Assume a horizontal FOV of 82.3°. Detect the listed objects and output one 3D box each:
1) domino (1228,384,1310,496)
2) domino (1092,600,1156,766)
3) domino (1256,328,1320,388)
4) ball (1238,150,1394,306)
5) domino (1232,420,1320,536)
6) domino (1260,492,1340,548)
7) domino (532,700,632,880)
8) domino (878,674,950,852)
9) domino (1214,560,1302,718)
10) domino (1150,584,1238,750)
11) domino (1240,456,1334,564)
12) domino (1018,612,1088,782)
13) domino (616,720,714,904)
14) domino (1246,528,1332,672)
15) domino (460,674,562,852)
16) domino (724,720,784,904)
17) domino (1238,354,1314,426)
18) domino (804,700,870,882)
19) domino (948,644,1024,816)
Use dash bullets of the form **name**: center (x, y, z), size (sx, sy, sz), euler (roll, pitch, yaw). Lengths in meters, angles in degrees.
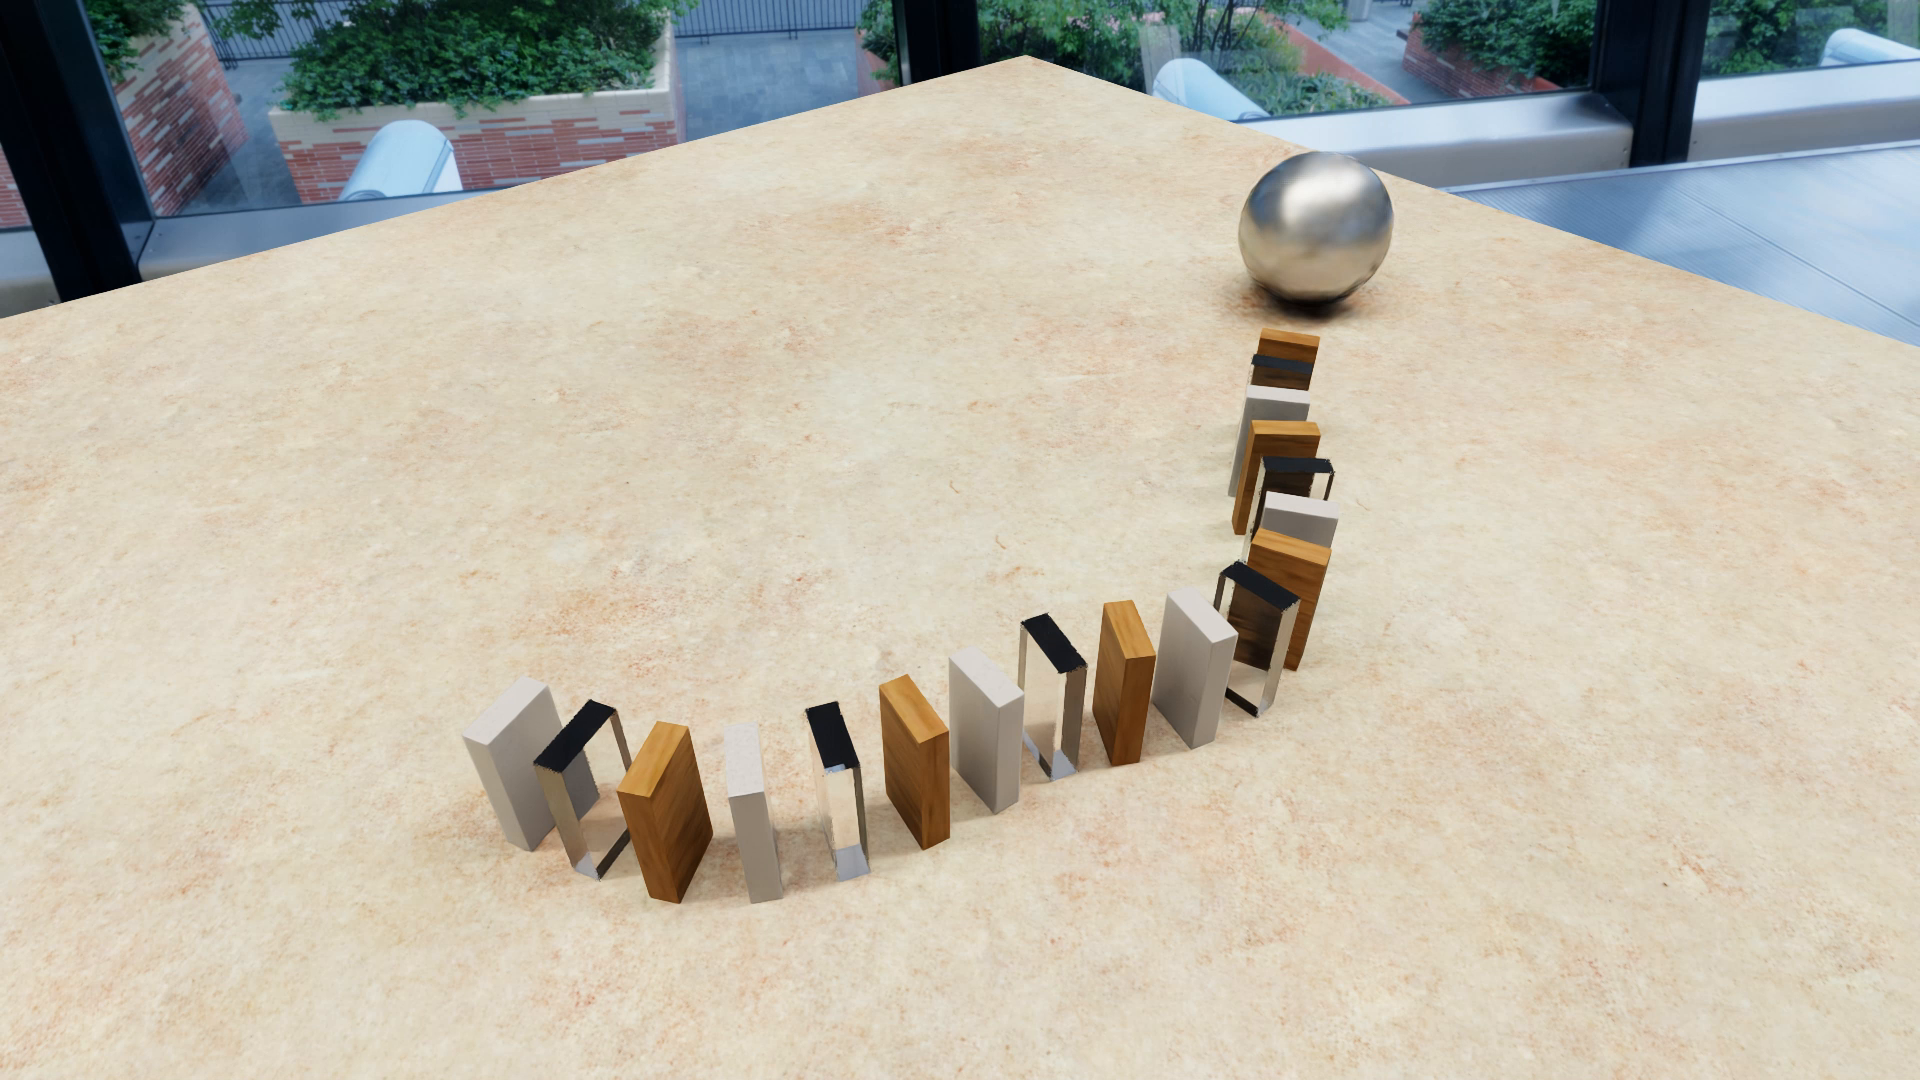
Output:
- **domino**: center (0.129, -0.040, 0.460), size (0.025, 0.050, 0.009), euler (7, 40, 9)
- **domino**: center (0.052, 0.047, 0.355), size (0.010, 0.050, 0.025), euler (-6, 40, -7)
- **domino**: center (0.144, -0.069, 0.496), size (0.025, 0.050, 0.009), euler (12, 41, 15)
- **ball**: center (0.191, -0.167, 0.592), size (0.080, 0.080, 0.080), euler (0, 39, 0)
- **domino**: center (0.126, -0.024, 0.441), size (0.025, 0.050, 0.009), euler (2, 39, 2)
- **domino**: center (0.121, 0.007, 0.403), size (0.025, 0.050, 0.009), euler (10, 40, 12)
- **domino**: center (-0.107, 0.074, 0.322), size (0.009, 0.050, 0.025), euler (14, 41, 17)
- **domino**: center (-0.013, 0.067, 0.330), size (0.009, 0.050, 0.025), euler (-20, 43, -23)
- **domino**: center (0.097, 0.034, 0.370), size (0.009, 0.050, 0.025), euler (-29, 48, -31)
- **domino**: center (0.076, 0.042, 0.360), size (0.009, 0.050, 0.025), euler (-17, 42, -19)
- **domino**: center (0.125, -0.008, 0.422), size (0.025, 0.050, 0.009), euler (3, 39, 3)
- **domino**: center (0.028, 0.050, 0.350), size (0.010, 0.050, 0.025), euler (-17, 42, -19)
- **domino**: center (-0.084, 0.079, 0.315), size (0.009, 0.050, 0.025), euler (8, 40, 10)
- **domino**: center (0.111, 0.021, 0.385), size (0.025, 0.050, 0.009), euler (19, 43, 21)
- **domino**: center (-0.130, 0.067, 0.329), size (0.010, 0.050, 0.025), euler (16, 42, 18)
- **domino**: center (-0.059, 0.079, 0.315), size (0.009, 0.050, 0.025), euler (-8, 40, -9)
- **domino**: center (0.135, -0.055, 0.478), size (0.025, 0.050, 0.009), euler (13, 41, 15)
- **domino**: center (-0.036, 0.074, 0.321), size (0.010, 0.050, 0.025), euler (-13, 41, -15)
- **domino**: center (0.008, 0.059, 0.340), size (0.009, 0.050, 0.025), euler (-24, 45, -27)
